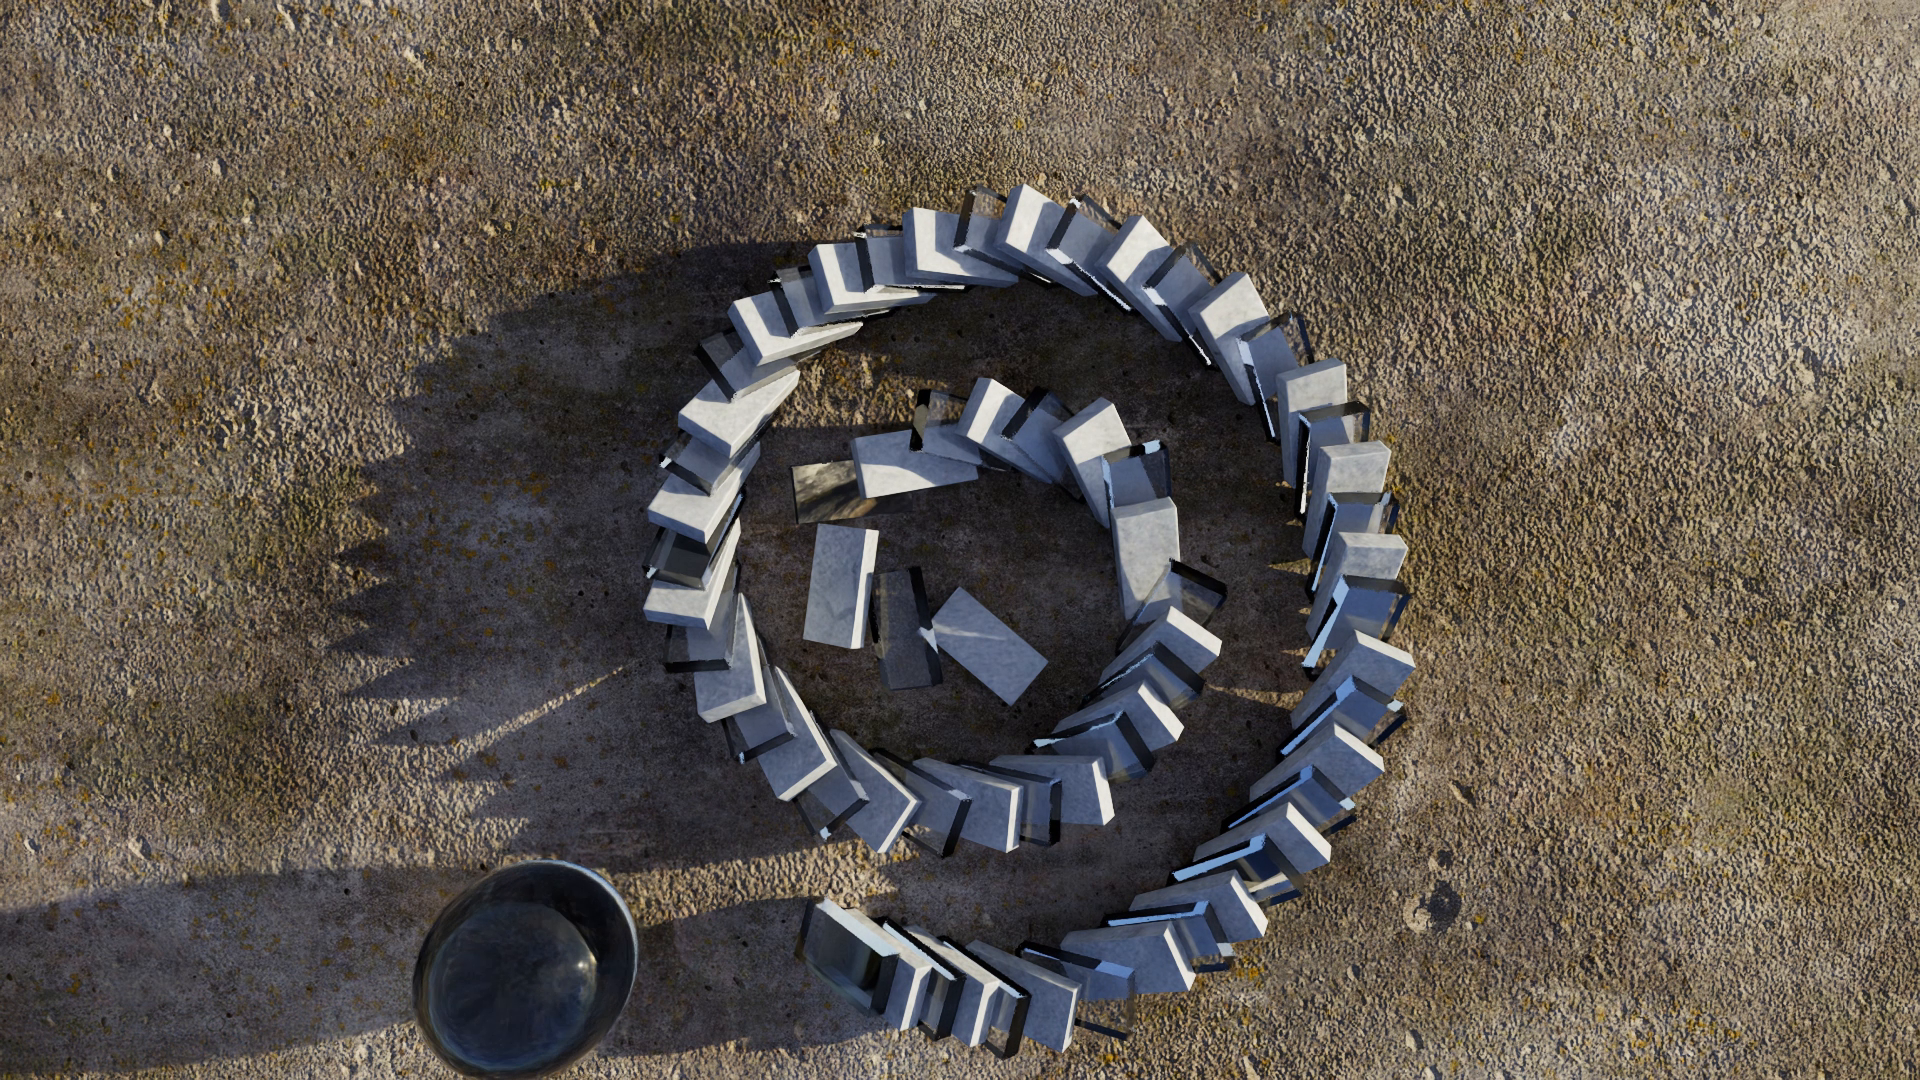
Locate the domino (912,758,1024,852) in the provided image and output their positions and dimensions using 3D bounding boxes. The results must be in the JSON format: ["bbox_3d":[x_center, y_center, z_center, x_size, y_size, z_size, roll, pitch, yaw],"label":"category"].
[{"bbox_3d":[0.002,0.109,0.381,0.050,0.010,0.025,7,94,35],"label":"domino"}]

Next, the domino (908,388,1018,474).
[{"bbox_3d":[0.004,-0.045,0.382,0.050,0.009,0.025,10,90,-35],"label":"domino"}]

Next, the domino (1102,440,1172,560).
[{"bbox_3d":[0.075,-0.015,0.382,0.025,0.009,0.050,-15,120,-5],"label":"domino"}]

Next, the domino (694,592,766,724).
[{"bbox_3d":[-0.098,0.048,0.381,0.025,0.010,0.050,-19,54,1],"label":"domino"}]

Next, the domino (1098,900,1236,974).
[{"bbox_3d":[0.085,0.167,0.382,0.050,0.010,0.025,-24,92,34],"label":"domino"}]

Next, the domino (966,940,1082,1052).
[{"bbox_3d":[0.024,0.190,0.384,0.050,0.010,0.025,11,90,28],"label":"domino"}]

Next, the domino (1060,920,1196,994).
[{"bbox_3d":[0.069,0.175,0.382,0.050,0.009,0.025,-23,92,33],"label":"domino"}]

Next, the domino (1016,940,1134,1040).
[{"bbox_3d":[0.047,0.188,0.383,0.050,0.009,0.025,1,90,30],"label":"domino"}]

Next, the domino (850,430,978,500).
[{"bbox_3d":[-0.019,-0.034,0.387,0.050,0.009,0.025,-11,91,-20],"label":"domino"}]

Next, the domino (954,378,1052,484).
[{"bbox_3d":[0.023,-0.045,0.381,0.050,0.009,0.025,25,88,-36],"label":"domino"}]

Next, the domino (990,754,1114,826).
[{"bbox_3d":[0.037,0.103,0.381,0.050,0.009,0.025,-9,93,36],"label":"domino"}]

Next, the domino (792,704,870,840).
[{"bbox_3d":[-0.061,0.096,0.382,0.025,0.009,0.050,-40,59,2],"label":"domino"}]

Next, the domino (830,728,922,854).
[{"bbox_3d":[-0.042,0.104,0.383,0.050,0.009,0.025,34,90,32],"label":"domino"}]

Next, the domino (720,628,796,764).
[{"bbox_3d":[-0.088,0.065,0.383,0.025,0.009,0.050,-26,59,0],"label":"domino"}]

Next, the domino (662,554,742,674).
[{"bbox_3d":[-0.107,0.030,0.382,0.025,0.009,0.050,-4,55,0],"label":"domino"}]

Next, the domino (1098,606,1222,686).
[{"bbox_3d":[0.082,0.051,0.380,0.025,0.010,0.050,35,131,-1],"label":"domino"}]

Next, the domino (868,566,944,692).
[{"bbox_3d":[-0.025,0.038,0.390,0.025,0.010,0.050,-11,90,30],"label":"domino"}]

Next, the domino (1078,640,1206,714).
[{"bbox_3d":[0.074,0.065,0.380,0.025,0.009,0.050,41,131,-2],"label":"domino"}]

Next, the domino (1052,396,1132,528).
[{"bbox_3d":[0.060,-0.032,0.381,0.025,0.010,0.050,-35,123,-4],"label":"domino"}]

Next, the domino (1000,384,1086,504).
[{"bbox_3d":[0.042,-0.039,0.382,0.050,0.009,0.025,37,89,-35],"label":"domino"}]

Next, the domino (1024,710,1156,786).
[{"bbox_3d":[0.053,0.090,0.380,0.050,0.010,0.025,-30,94,39],"label":"domino"}]

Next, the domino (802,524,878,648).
[{"bbox_3d":[-0.051,0.019,0.390,0.025,0.010,0.050,7,90,28],"label":"domino"}]

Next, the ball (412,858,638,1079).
[{"bbox_3d":[-0.169,0.168,0.360,0.080,0.080,0.080,0,90,0],"label":"ball"}]

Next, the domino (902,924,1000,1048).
[{"bbox_3d":[-0.008,0.183,0.379,0.050,0.010,0.025,13,89,44],"label":"domino"}]

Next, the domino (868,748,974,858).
[{"bbox_3d":[-0.021,0.109,0.383,0.050,0.010,0.025,20,90,33],"label":"domino"}]

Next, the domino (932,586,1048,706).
[{"bbox_3d":[0.011,0.045,0.395,0.050,0.010,0.025,40,90,0],"label":"domino"}]

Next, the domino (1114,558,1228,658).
[{"bbox_3d":[0.087,0.034,0.382,0.025,0.010,0.050,25,125,0],"label":"domino"}]

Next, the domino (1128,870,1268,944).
[{"bbox_3d":[0.099,0.156,0.382,0.050,0.009,0.025,-31,90,34],"label":"domino"}]

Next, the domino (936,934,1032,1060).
[{"bbox_3d":[0.005,0.188,0.379,0.050,0.010,0.025,14,90,44],"label":"domino"}]

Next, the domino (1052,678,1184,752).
[{"bbox_3d":[0.065,0.079,0.380,0.025,0.010,0.050,51,130,-2],"label":"domino"}]

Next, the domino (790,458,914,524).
[{"bbox_3d":[-0.046,-0.022,0.395,0.050,0.010,0.025,-6,90,0],"label":"domino"}]

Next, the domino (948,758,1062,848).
[{"bbox_3d":[0.018,0.109,0.382,0.050,0.009,0.025,2,91,35],"label":"domino"}]

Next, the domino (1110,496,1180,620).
[{"bbox_3d":[0.078,0.008,0.383,0.025,0.010,0.050,-12,120,0],"label":"domino"}]

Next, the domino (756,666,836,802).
[{"bbox_3d":[-0.075,0.080,0.383,0.025,0.010,0.050,-37,59,0],"label":"domino"}]
